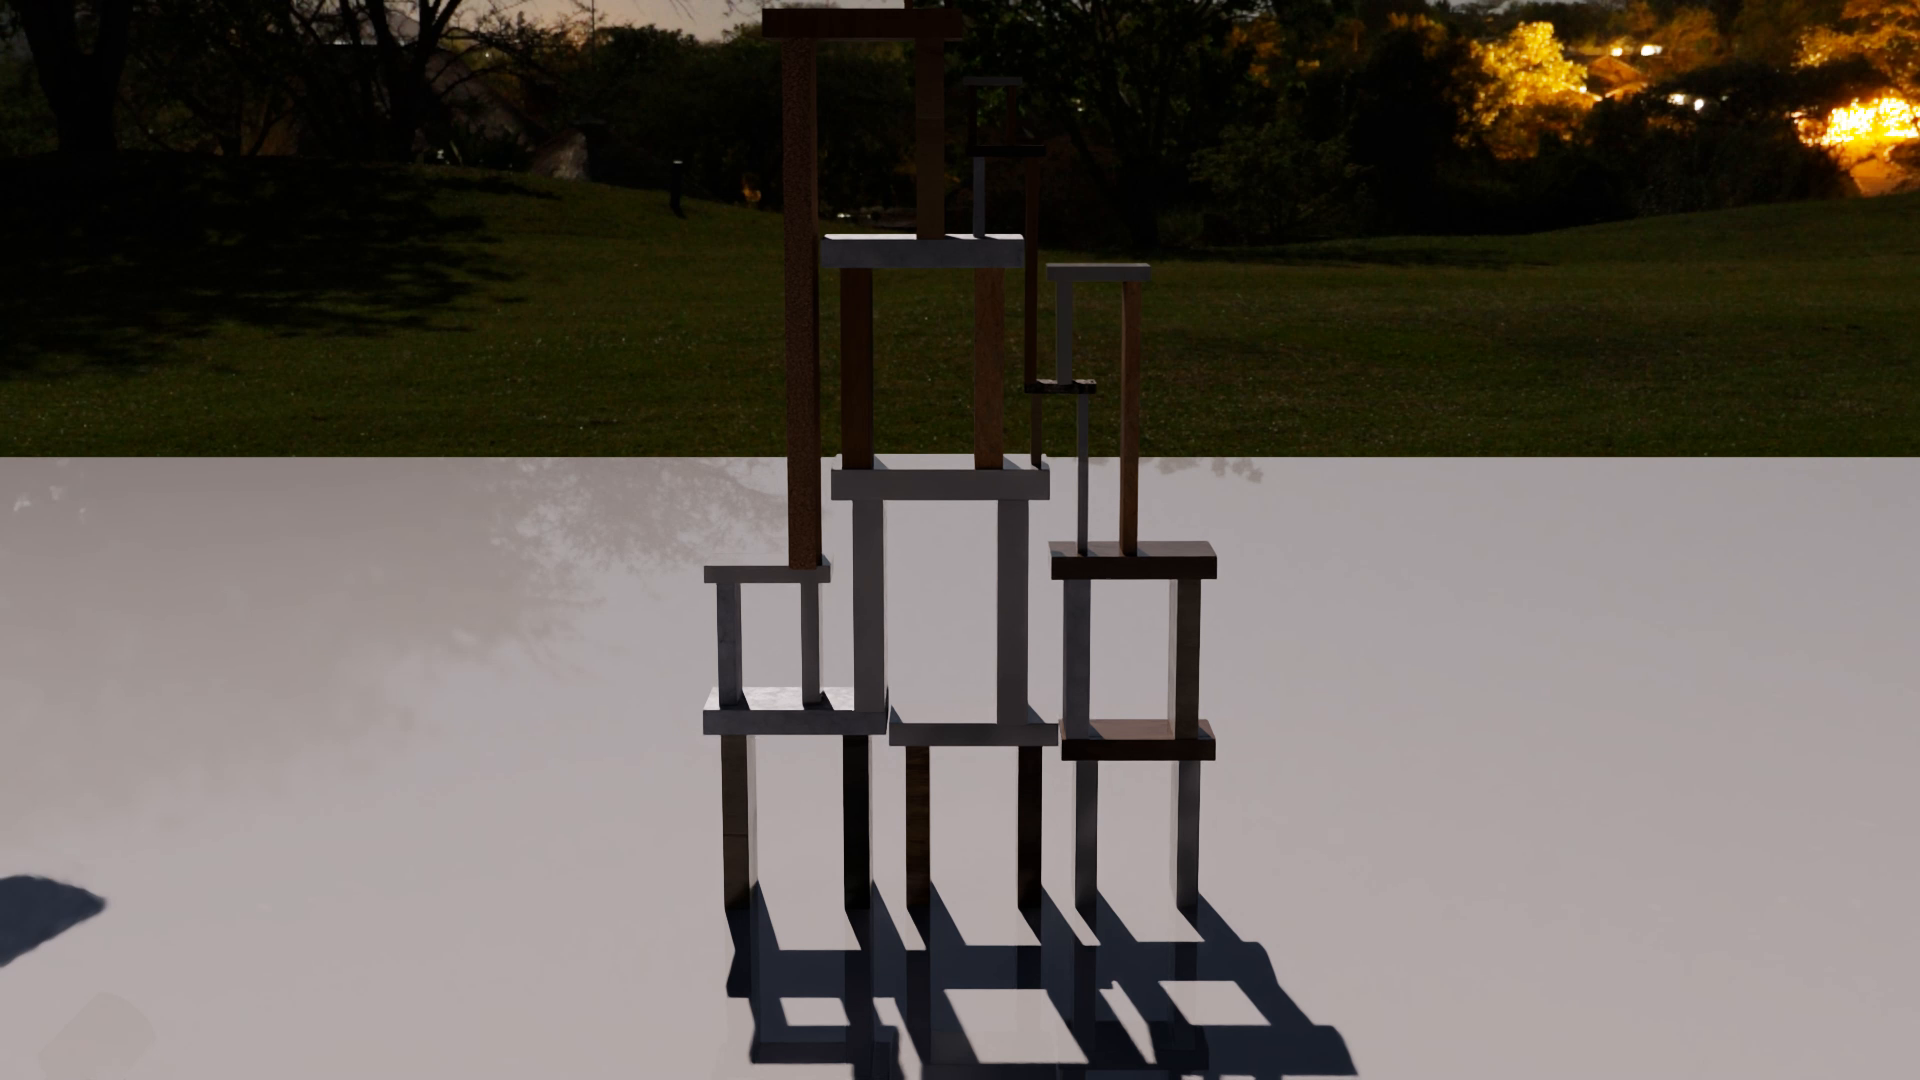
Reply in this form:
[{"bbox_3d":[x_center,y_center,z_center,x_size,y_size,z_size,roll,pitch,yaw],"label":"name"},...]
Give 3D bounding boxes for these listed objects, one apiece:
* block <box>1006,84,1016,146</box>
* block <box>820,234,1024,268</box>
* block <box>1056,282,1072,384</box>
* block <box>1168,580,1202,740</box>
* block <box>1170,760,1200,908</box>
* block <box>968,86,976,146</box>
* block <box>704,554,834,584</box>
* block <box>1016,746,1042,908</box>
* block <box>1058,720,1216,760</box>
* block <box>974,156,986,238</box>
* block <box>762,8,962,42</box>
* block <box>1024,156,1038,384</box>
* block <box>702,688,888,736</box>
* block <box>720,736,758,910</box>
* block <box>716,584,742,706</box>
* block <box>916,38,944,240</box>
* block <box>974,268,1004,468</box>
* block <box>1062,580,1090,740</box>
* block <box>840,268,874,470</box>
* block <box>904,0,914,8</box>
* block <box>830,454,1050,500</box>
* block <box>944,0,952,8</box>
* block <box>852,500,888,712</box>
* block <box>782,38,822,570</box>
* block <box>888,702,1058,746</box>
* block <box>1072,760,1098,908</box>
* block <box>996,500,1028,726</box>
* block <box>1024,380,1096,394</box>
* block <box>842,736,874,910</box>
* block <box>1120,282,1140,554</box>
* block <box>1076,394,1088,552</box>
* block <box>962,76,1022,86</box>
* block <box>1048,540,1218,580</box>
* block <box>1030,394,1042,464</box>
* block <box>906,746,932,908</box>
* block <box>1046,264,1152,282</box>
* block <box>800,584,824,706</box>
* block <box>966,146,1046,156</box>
[{"bbox_3d":[0.080,-0.664,3.436,0.013,0.092,0.046,1,11,0],"label":"block"},{"bbox_3d":[-0.058,-0.457,3.472,0.314,0.044,0.157,0,11,0],"label":"block"},{"bbox_3d":[0.165,-0.333,3.494,0.023,0.162,0.081,0,11,0],"label":"block"},{"bbox_3d":[0.366,0.180,3.594,0.037,0.264,0.132,0,11,0],"label":"block"},{"bbox_3d":[0.372,0.468,3.642,0.035,0.249,0.125,0,11,0],"label":"block"},{"bbox_3d":[0.019,-0.663,3.435,0.013,0.092,0.046,0,11,-1],"label":"block"},{"bbox_3d":[-0.309,0.046,3.571,0.203,0.029,0.101,0,11,0],"label":"block"},{"bbox_3d":[0.114,0.455,3.645,0.039,0.274,0.137,0,11,0],"label":"block"},{"bbox_3d":[0.289,0.328,3.616,0.249,0.035,0.125,0,11,0],"label":"block"},{"bbox_3d":[0.030,-0.539,3.455,0.018,0.124,0.062,0,11,0],"label":"block"},{"bbox_3d":[-0.148,-0.797,3.407,0.303,0.043,0.152,0,11,0],"label":"block"},{"bbox_3d":[0.113,-0.426,3.475,0.018,0.353,0.062,0,11,0],"label":"block"},{"bbox_3d":[-0.266,0.280,3.611,0.294,0.042,0.147,0,11,0],"label":"block"},{"bbox_3d":[-0.365,0.445,3.641,0.042,0.294,0.147,0,11,0],"label":"block"},{"bbox_3d":[-0.376,0.159,3.593,0.029,0.203,0.101,0,11,0],"label":"block"},{"bbox_3d":[-0.046,-0.627,3.438,0.043,0.303,0.152,0,11,0],"label":"block"},{"bbox_3d":[0.046,-0.280,3.506,0.044,0.314,0.157,0,11,0],"label":"block"},{"bbox_3d":[0.190,0.180,3.594,0.037,0.264,0.132,0,11,0],"label":"block"},{"bbox_3d":[-0.164,-0.280,3.505,0.044,0.314,0.157,0,11,0],"label":"block"},{"bbox_3d":[-0.080,-0.865,3.403,0.013,0.092,0.046,-1,11,0],"label":"block"},{"bbox_3d":[-0.031,-0.102,3.540,0.344,0.049,0.172,0,11,0],"label":"block"},{"bbox_3d":[-0.018,-0.865,3.403,0.013,0.092,0.046,-1,11,0],"label":"block"},{"bbox_3d":[-0.145,0.091,3.575,0.049,0.344,0.172,0,10,0],"label":"block"},{"bbox_3d":[-0.250,-0.372,3.486,0.043,0.823,0.152,0,11,0],"label":"block"},{"bbox_3d":[0.022,0.302,3.616,0.274,0.039,0.137,0,11,0],"label":"block"},{"bbox_3d":[0.206,0.468,3.642,0.035,0.249,0.125,0,11,0],"label":"block"},{"bbox_3d":[0.084,0.102,3.577,0.049,0.367,0.172,0,11,0],"label":"block"},{"bbox_3d":[0.160,-0.245,3.510,0.113,0.016,0.057,0,11,0],"label":"block"},{"bbox_3d":[-0.168,0.445,3.641,0.042,0.294,0.147,0,11,0],"label":"block"},{"bbox_3d":[0.272,-0.199,3.518,0.023,0.434,0.081,0,11,0],"label":"block"},{"bbox_3d":[0.196,-0.111,3.534,0.016,0.256,0.057,0,11,0],"label":"block"},{"bbox_3d":[0.050,-0.715,3.426,0.092,0.013,0.046,0,11,-1],"label":"block"},{"bbox_3d":[0.278,0.032,3.566,0.264,0.037,0.132,0,11,0],"label":"block"},{"bbox_3d":[0.122,-0.181,3.522,0.016,0.113,0.057,0,11,0],"label":"block"},{"bbox_3d":[-0.069,0.455,3.645,0.039,0.274,0.137,0,11,0],"label":"block"},{"bbox_3d":[0.218,-0.423,3.476,0.162,0.023,0.081,0,11,1],"label":"block"},{"bbox_3d":[-0.241,0.159,3.593,0.029,0.203,0.101,0,11,0],"label":"block"},{"bbox_3d":[0.071,-0.609,3.443,0.124,0.018,0.062,0,11,0],"label":"block"}]
